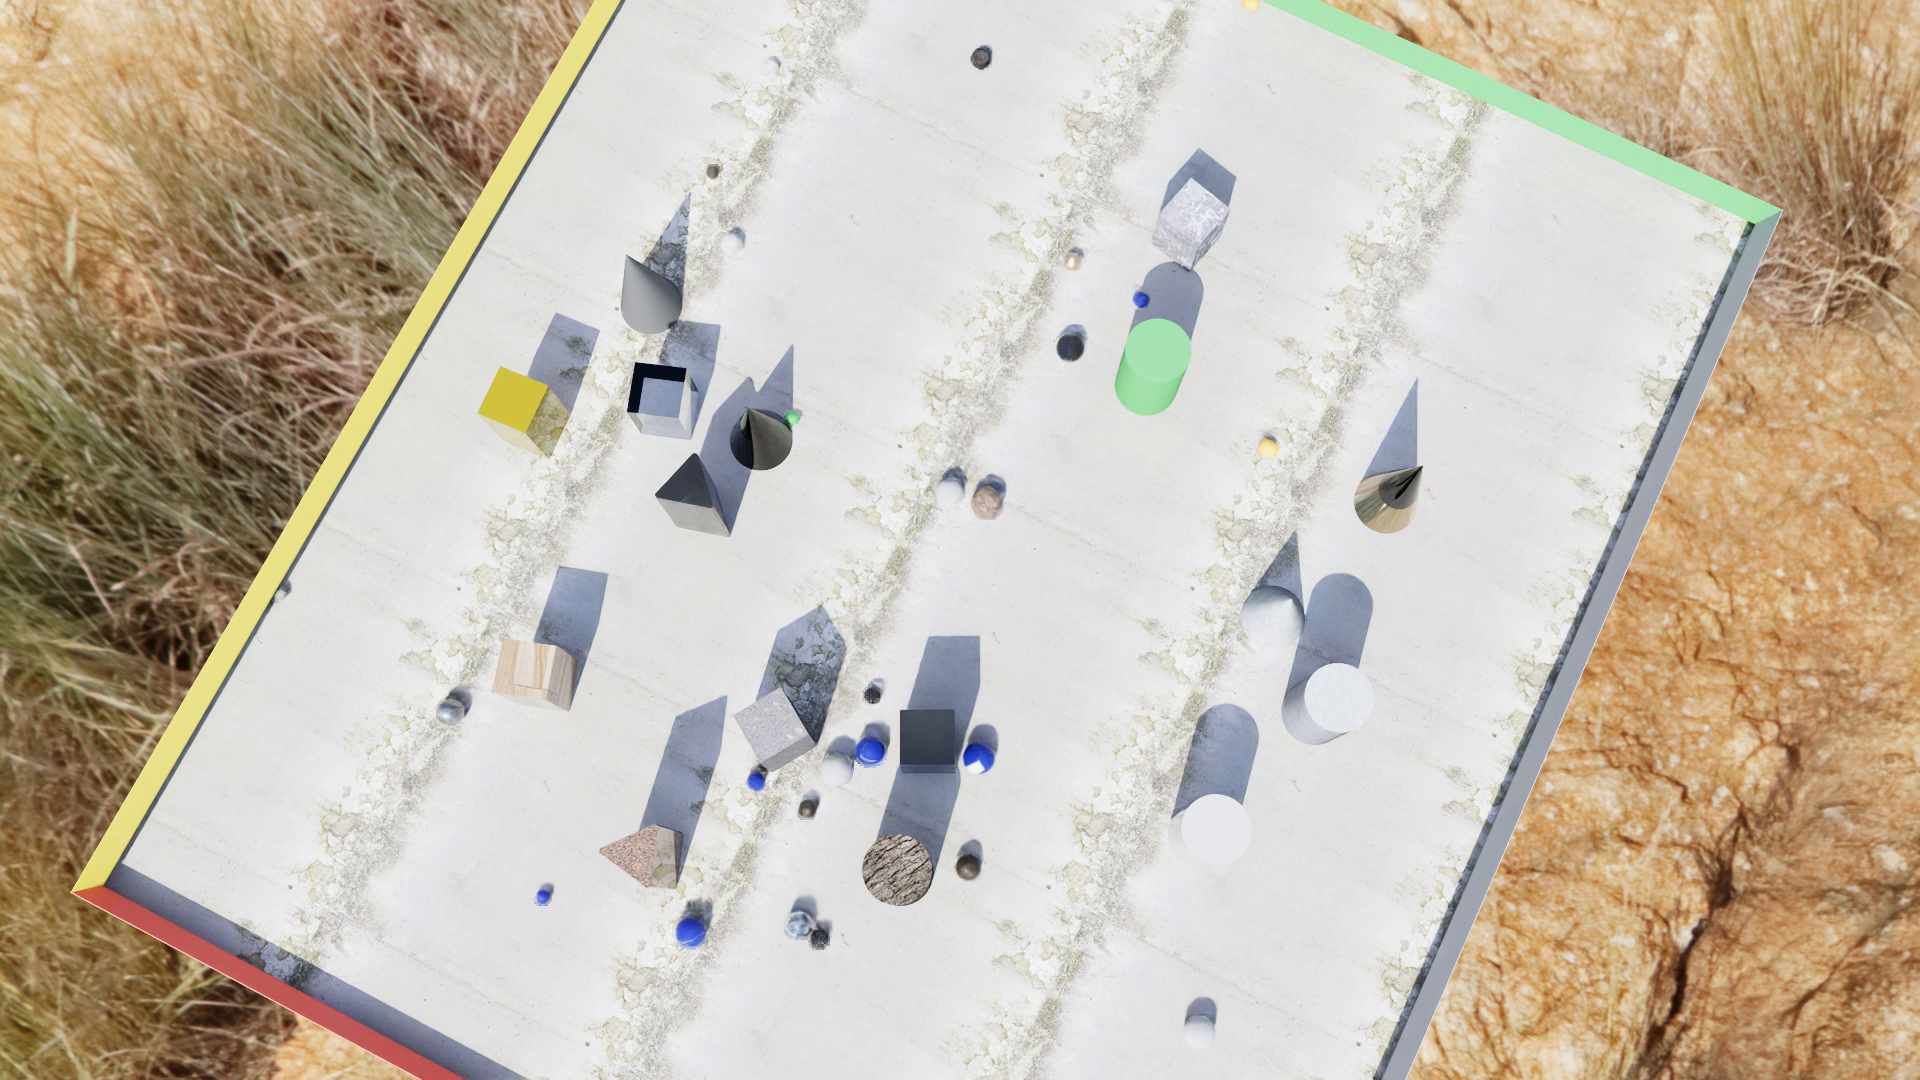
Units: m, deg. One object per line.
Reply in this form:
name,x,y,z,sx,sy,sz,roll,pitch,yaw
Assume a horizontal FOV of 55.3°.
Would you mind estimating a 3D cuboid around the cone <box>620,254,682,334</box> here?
cone,-0.971,-0.786,5.549,0.195,0.451,0.195,0,78,0

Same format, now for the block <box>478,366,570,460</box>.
block,-1.312,-0.380,5.532,0.156,0.320,0.156,22,79,5

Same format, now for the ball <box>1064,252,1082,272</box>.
ball,0.355,-0.876,5.768,0.059,0.059,0.059,0,78,0

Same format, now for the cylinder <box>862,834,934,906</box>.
cylinder,-0.175,0.950,5.258,0.195,0.318,0.195,0,78,0

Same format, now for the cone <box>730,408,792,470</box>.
cone,-0.616,-0.347,5.499,0.195,0.371,0.195,0,78,0

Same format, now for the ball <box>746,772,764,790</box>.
ball,-0.607,0.716,5.441,0.055,0.055,0.055,0,78,0

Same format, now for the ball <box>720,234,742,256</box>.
ball,-0.721,-0.932,5.774,0.069,0.069,0.069,0,78,0

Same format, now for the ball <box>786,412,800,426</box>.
ball,-0.518,-0.376,5.673,0.042,0.042,0.042,0,78,0

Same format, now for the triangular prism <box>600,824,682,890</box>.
triangular prism,-0.866,0.878,5.194,0.169,0.473,0.147,35,80,7

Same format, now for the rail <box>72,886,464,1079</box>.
rail,-0.919,1.806,5.177,3.649,0.127,0.045,26,80,5

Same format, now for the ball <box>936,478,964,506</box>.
ball,-0.032,-0.145,5.602,0.088,0.088,0.088,0,78,0

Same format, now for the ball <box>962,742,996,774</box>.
ball,0.056,0.645,5.433,0.097,0.097,0.097,0,78,0

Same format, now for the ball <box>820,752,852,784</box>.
ball,-0.367,0.677,5.428,0.096,0.096,0.096,0,78,0

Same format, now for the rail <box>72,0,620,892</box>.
rail,-1.611,-0.782,5.713,0.045,0.127,4.157,26,80,5

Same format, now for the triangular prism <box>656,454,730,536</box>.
triangular prism,-0.773,-0.139,5.438,0.169,0.406,0.147,11,79,2

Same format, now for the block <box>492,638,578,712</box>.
block,-1.241,0.399,5.374,0.156,0.314,0.156,8,78,2

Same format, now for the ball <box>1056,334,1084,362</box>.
ball,0.343,-0.597,5.695,0.089,0.089,0.089,0,78,0

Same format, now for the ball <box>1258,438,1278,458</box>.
ball,0.948,-0.283,5.644,0.062,0.062,0.062,0,78,0

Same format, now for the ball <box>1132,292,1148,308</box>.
ball,0.566,-0.754,5.747,0.049,0.049,0.049,0,78,0

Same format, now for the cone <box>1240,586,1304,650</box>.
cone,0.951,0.202,5.410,0.195,0.323,0.195,0,78,0

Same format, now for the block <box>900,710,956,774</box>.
block,-0.093,0.589,5.342,0.156,0.299,0.156,0,78,0

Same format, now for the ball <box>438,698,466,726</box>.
ball,-1.518,0.513,5.470,0.080,0.080,0.080,0,78,0

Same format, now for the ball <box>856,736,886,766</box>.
ball,-0.265,0.625,5.441,0.090,0.090,0.090,0,78,0

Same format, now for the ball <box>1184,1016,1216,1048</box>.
ball,0.690,1.416,5.277,0.092,0.092,0.092,0,78,0

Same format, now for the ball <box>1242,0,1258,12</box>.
ball,0.944,-1.739,5.949,0.053,0.053,0.053,0,78,0

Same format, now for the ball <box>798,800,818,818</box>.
ball,-0.450,0.796,5.423,0.057,0.057,0.057,0,78,0

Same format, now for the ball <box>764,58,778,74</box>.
ball,-0.607,-1.529,5.909,0.046,0.046,0.046,0,78,0

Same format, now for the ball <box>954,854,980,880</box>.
ball,0.023,0.961,5.379,0.077,0.077,0.077,0,78,0

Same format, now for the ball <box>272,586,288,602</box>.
ball,-2.064,0.163,5.560,0.044,0.044,0.044,0,78,0

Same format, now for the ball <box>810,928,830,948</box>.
ball,-0.409,1.163,5.347,0.057,0.057,0.057,0,78,0

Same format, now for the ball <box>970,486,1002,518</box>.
ball,0.082,-0.114,5.590,0.098,0.098,0.098,0,78,0

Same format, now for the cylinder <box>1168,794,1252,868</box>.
cylinder,0.714,0.841,5.269,0.195,0.340,0.195,0,78,0

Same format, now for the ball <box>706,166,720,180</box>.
ball,-0.788,-1.170,5.837,0.043,0.043,0.043,0,78,0

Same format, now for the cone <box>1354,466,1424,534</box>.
cone,1.310,-0.163,5.409,0.195,0.472,0.195,0,78,0

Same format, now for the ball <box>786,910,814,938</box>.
ball,-0.469,1.122,5.343,0.081,0.081,0.081,0,78,0

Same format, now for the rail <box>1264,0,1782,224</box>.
rail,0.919,-1.793,5.922,3.649,0.127,0.045,26,80,5

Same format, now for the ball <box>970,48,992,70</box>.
ball,0.068,-1.551,5.904,0.066,0.066,0.066,0,78,0

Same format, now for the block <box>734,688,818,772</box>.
block,-0.533,0.555,5.327,0.156,0.342,0.156,-30,80,-6

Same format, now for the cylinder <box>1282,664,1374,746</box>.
cylinder,1.063,0.481,5.322,0.195,0.383,0.195,0,78,0

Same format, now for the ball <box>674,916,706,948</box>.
ball,-0.784,1.139,5.334,0.092,0.092,0.092,0,78,0

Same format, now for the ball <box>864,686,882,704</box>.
ball,-0.261,0.467,5.492,0.055,0.055,0.055,0,78,0

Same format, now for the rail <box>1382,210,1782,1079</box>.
rail,1.611,0.795,5.386,0.045,0.127,4.157,26,80,5

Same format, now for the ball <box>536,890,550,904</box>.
ball,-1.224,1.047,5.378,0.044,0.044,0.044,0,78,0

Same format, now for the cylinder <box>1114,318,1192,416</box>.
cylinder,0.580,-0.518,5.540,0.195,0.360,0.195,0,78,0

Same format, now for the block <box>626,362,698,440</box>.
block,-0.902,-0.420,5.574,0.156,0.254,0.156,7,78,1

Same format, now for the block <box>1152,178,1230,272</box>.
block,0.715,-0.976,5.698,0.156,0.236,0.156,40,81,8
